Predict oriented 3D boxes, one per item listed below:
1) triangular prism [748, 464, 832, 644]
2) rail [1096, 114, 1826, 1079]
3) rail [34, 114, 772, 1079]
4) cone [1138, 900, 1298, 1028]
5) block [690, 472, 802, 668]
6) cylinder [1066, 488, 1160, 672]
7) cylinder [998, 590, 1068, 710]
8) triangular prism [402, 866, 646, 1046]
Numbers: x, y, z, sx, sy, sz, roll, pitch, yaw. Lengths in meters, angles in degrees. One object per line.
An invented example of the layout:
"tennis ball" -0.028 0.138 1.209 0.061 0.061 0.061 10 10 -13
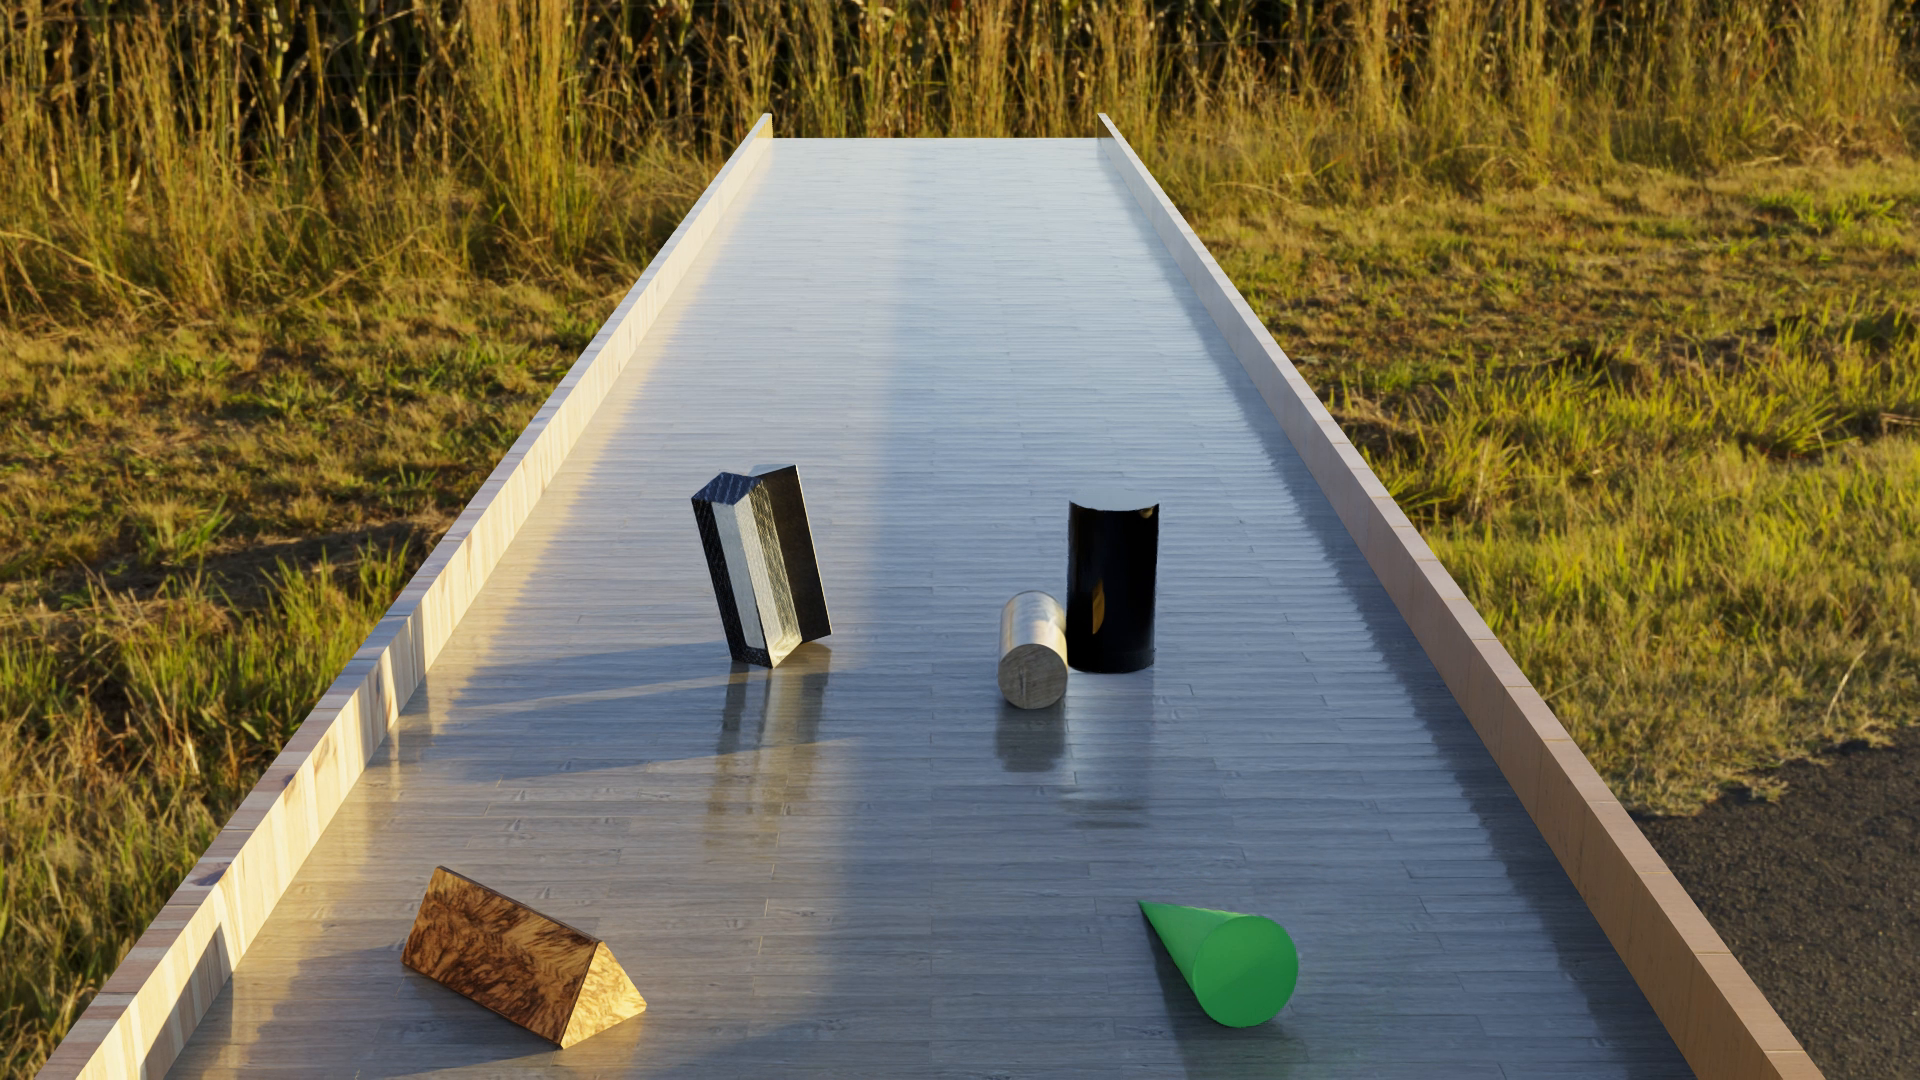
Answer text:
"triangular prism" -0.363 0.027 4.491 0.108 0.364 0.094 -17 16 -22
"rail" 0.932 -0.844 7.801 0.050 0.150 12.000 0 17 -1
"rail" -1.118 -0.838 7.780 0.050 0.150 12.000 0 17 -1
"cone" 0.330 0.569 3.179 0.155 0.155 0.404 -5 6 -16
"block" -0.418 0.061 4.332 0.103 0.379 0.103 10 36 31
"cylinder" 0.302 0.078 4.381 0.178 0.328 0.178 1 15 0
"cylinder" 0.142 0.210 4.288 0.132 0.132 0.325 1 17 2
"triangular prism" -0.619 0.566 3.086 0.364 0.127 0.147 14 21 39
